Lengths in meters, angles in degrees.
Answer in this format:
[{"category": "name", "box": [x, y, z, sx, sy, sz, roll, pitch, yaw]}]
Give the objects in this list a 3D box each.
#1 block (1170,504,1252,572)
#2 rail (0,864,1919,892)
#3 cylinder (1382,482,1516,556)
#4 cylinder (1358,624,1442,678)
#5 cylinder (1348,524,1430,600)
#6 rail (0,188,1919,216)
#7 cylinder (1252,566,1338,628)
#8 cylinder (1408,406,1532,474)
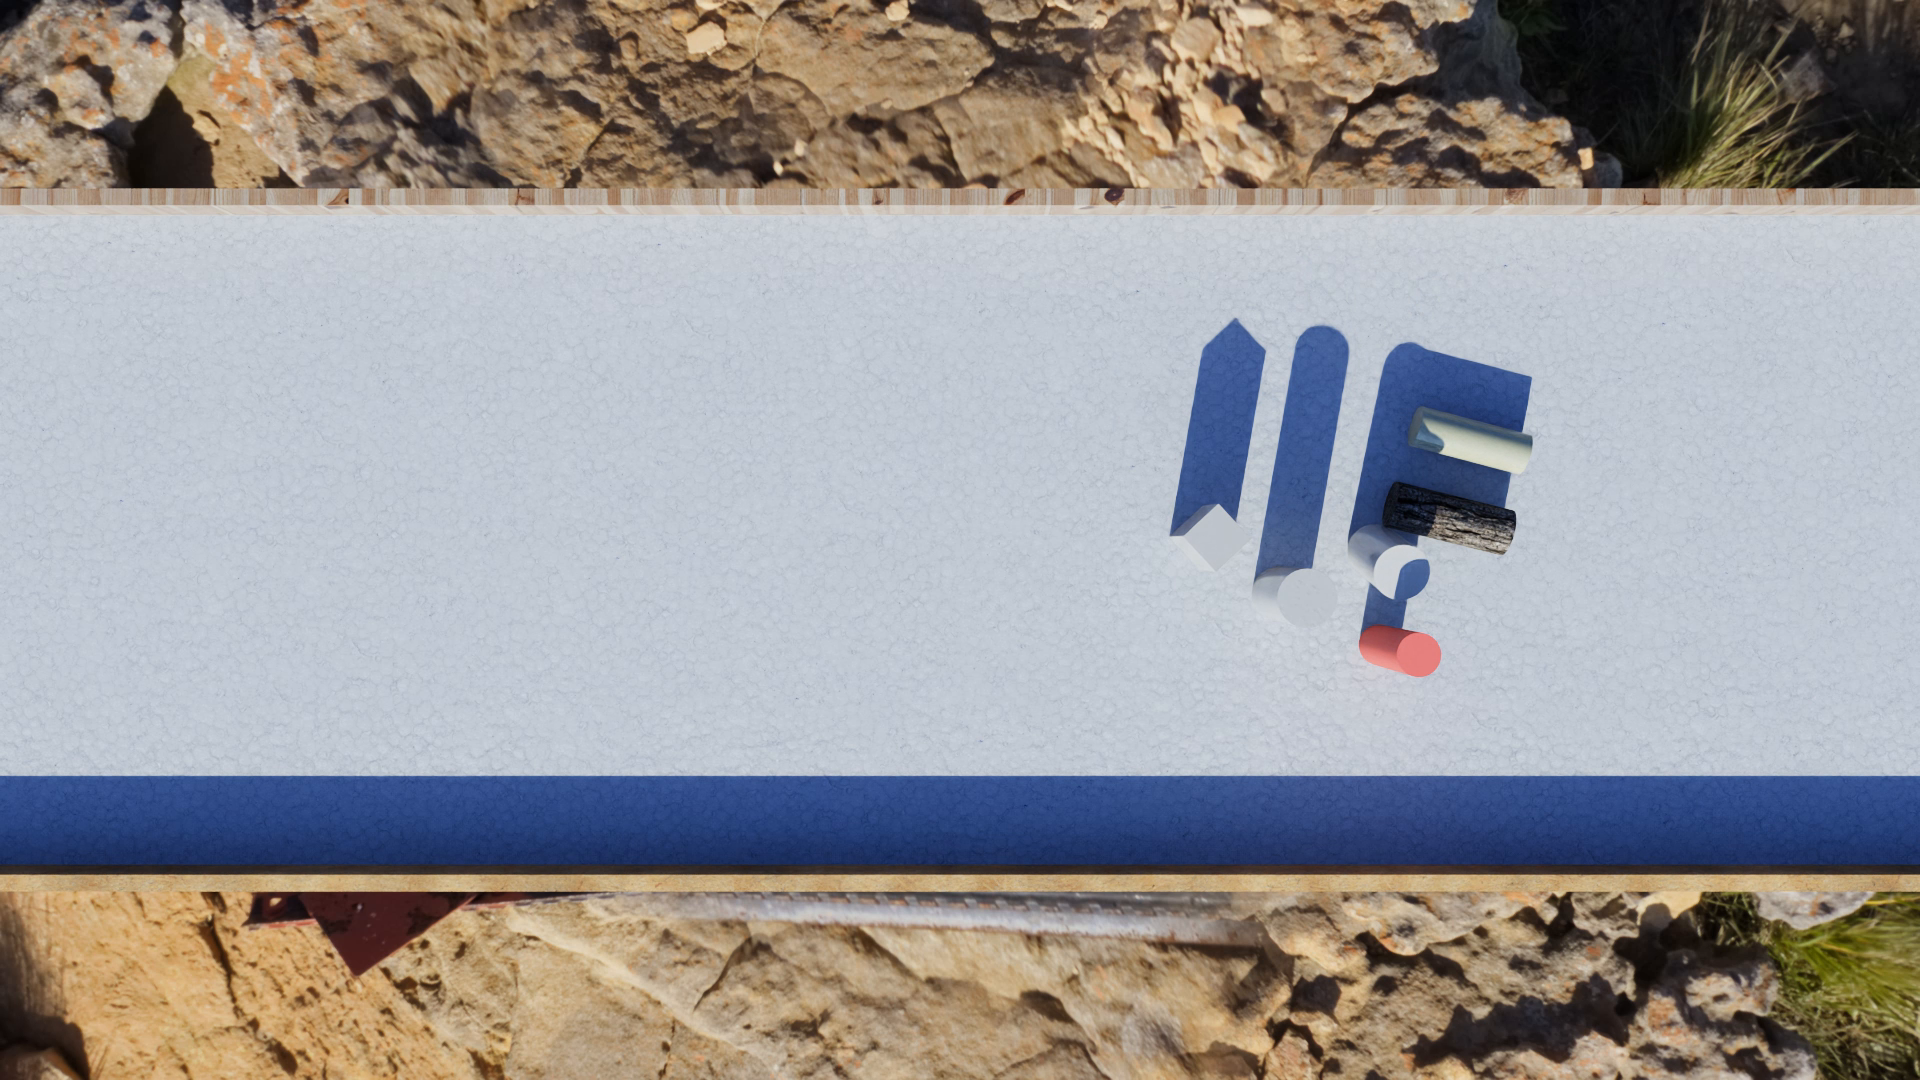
[{"category": "block", "box": [0.742, -0.007, 4.919, 0.140, 0.315, 0.140, -43, 90, 0]}, {"category": "rail", "box": [-2.247, 1.025, 5.001, 12.000, 0.150, 0.050, 0, 90, 0]}, {"category": "cylinder", "box": [1.484, -0.065, 5.006, 0.364, 0.141, 0.141, 14, 90, 0]}, {"category": "cylinder", "box": [1.290, 0.323, 4.855, 0.125, 0.443, 0.125, 0, 90, 0]}, {"category": "cylinder", "box": [1.272, 0.062, 4.907, 0.163, 0.313, 0.163, 0, 102, -1]}, {"category": "rail", "box": [-2.247, -1.025, 5.002, 12.000, 0.150, 0.050, 0, 90, 0]}, {"category": "cylinder", "box": [0.984, 0.165, 4.874, 0.171, 0.404, 0.171, 0, 90, 0]}, {"category": "cylinder", "box": [1.550, -0.303, 5.014, 0.342, 0.125, 0.125, 15, 90, 0]}]
